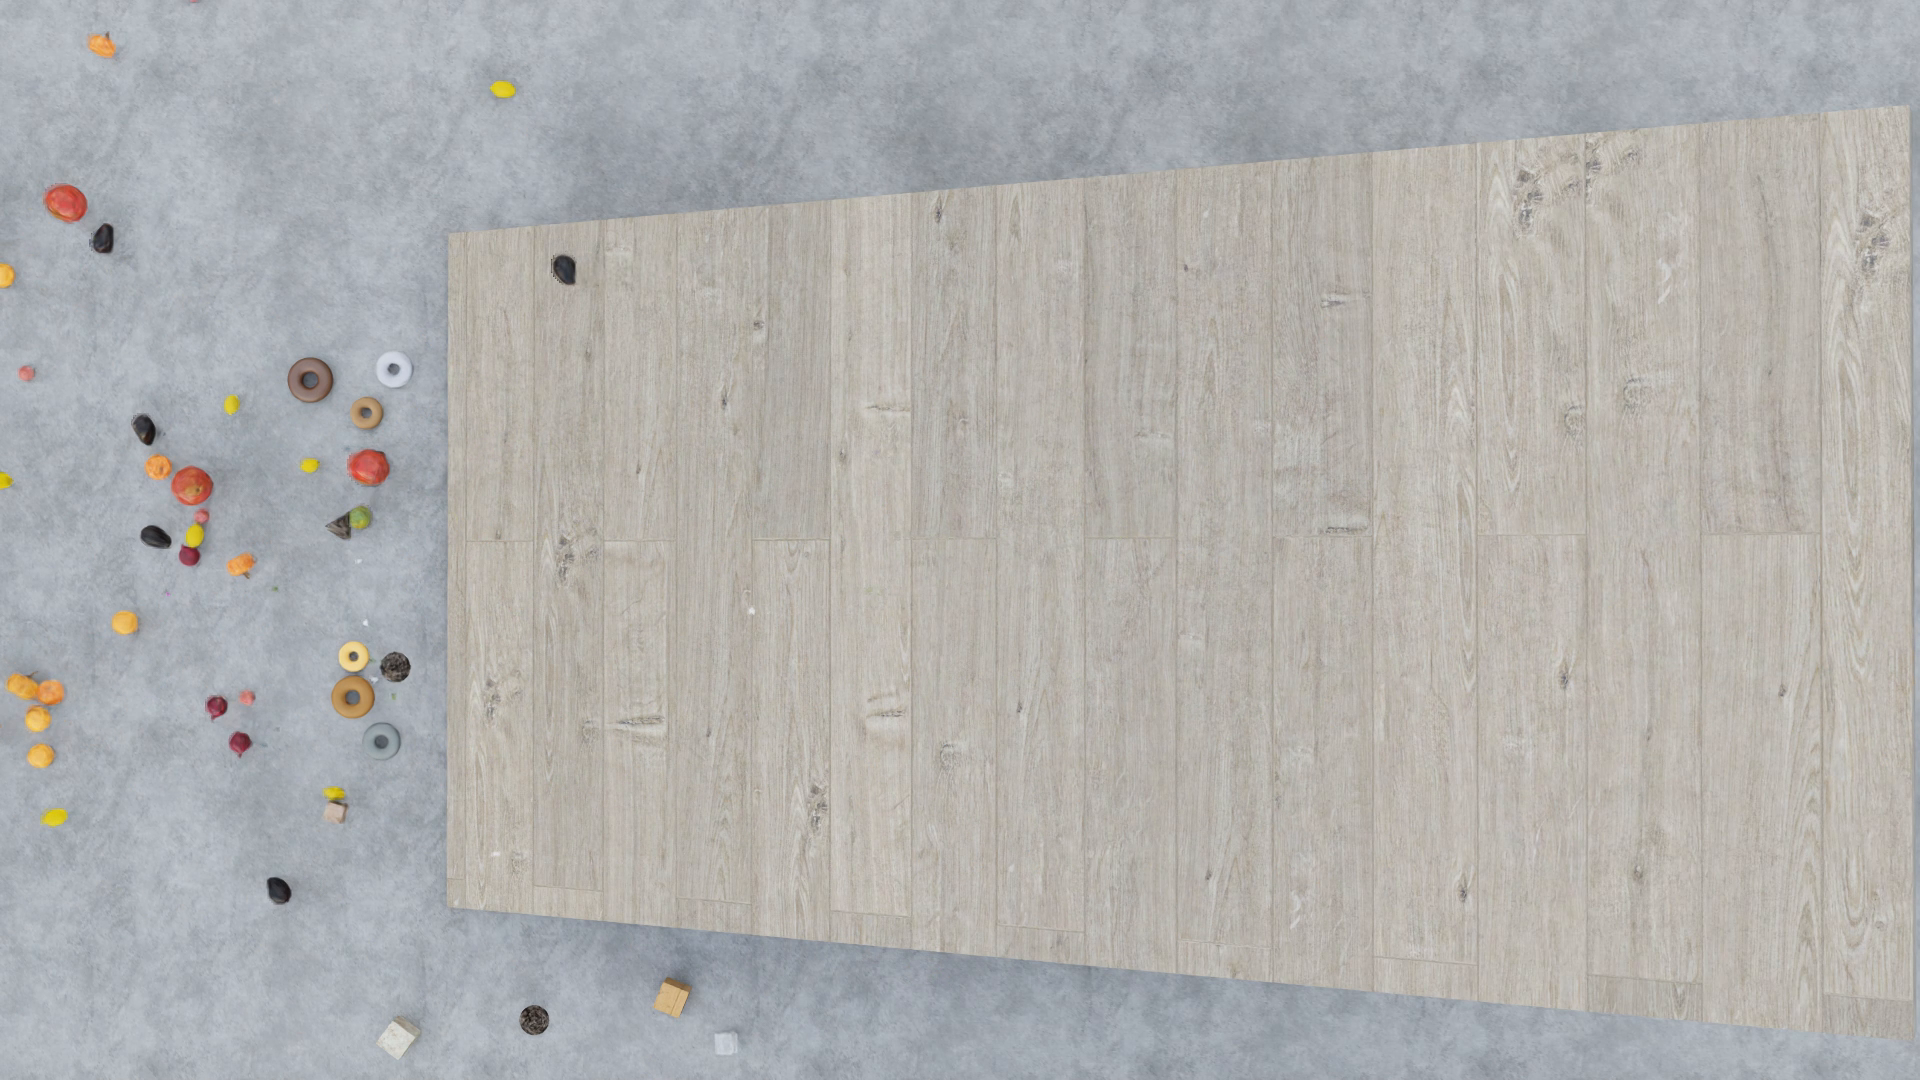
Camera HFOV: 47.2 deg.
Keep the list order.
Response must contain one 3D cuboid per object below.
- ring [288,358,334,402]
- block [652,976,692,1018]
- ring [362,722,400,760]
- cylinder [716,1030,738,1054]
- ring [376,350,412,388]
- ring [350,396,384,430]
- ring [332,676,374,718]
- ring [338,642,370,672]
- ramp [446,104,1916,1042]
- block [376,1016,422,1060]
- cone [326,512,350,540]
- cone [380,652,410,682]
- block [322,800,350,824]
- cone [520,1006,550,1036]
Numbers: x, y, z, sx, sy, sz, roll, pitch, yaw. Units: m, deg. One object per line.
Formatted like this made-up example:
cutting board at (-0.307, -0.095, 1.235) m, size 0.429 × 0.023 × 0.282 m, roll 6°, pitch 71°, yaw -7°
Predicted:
ring at (-1.951, -0.480, 6.605) m, size 0.137 × 0.046 × 0.137 m, roll 0°, pitch 90°, yaw 1°
block at (-0.858, 1.366, 6.567) m, size 0.082 × 0.082 × 0.082 m, roll 22°, pitch 89°, yaw 0°
ring at (-1.735, 0.604, 6.598) m, size 0.115 × 0.038 × 0.115 m, roll 0°, pitch 91°, yaw 0°
cylinder at (-0.698, 1.502, 6.577) m, size 0.061 × 0.061 × 0.061 m, roll -3°, pitch 89°, yaw 0°
ring at (-1.701, -0.514, 6.610) m, size 0.111 × 0.037 × 0.111 m, roll 0°, pitch 91°, yaw 0°
ring at (-1.783, -0.382, 6.611) m, size 0.098 × 0.033 × 0.098 m, roll 0°, pitch 89°, yaw -1°
ring at (-1.821, 0.472, 6.597) m, size 0.130 × 0.043 × 0.130 m, roll 0°, pitch 90°, yaw -1°
ring at (-1.820, 0.350, 6.604) m, size 0.092 × 0.031 × 0.092 m, roll 0°, pitch 88°, yaw -1°
ramp at (0.278, 0.079, 5.660) m, size 4.000 × 0.100 × 2.000 m, roll 0°, pitch 89°, yaw 27°
block at (-1.675, 1.485, 6.565) m, size 0.084 × 0.084 × 0.084 m, roll 36°, pitch 90°, yaw 0°
cone at (-1.851, -0.055, 6.606) m, size 0.076 × 0.076 × 0.076 m, roll 24°, pitch 63°, yaw 0°
cone at (-1.699, 0.382, 6.573) m, size 0.091 × 0.091 × 0.091 m, roll 0°, pitch 89°, yaw 0°
block at (-1.870, 0.816, 6.587) m, size 0.054 × 0.054 × 0.054 m, roll 17°, pitch 89°, yaw 0°
cone at (-1.279, 1.442, 6.563) m, size 0.090 × 0.090 × 0.090 m, roll 0°, pitch 89°, yaw 0°
